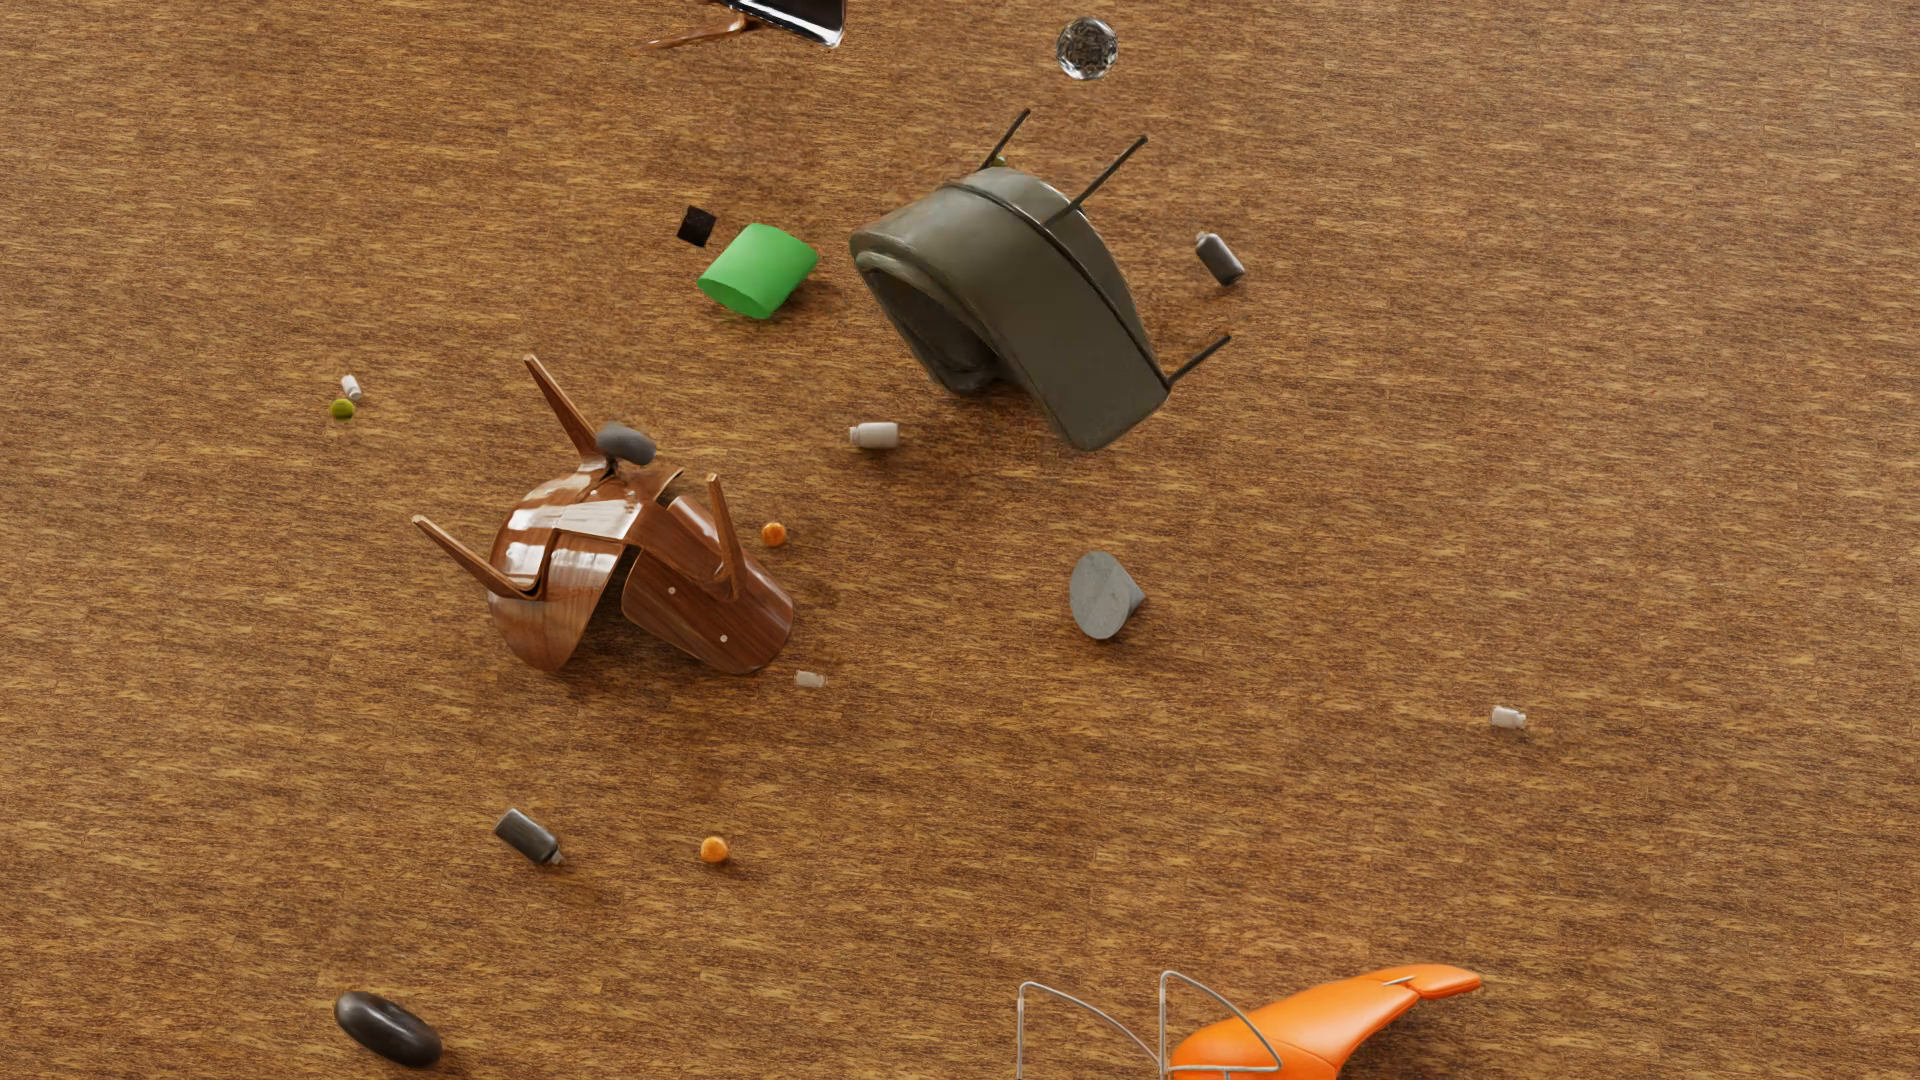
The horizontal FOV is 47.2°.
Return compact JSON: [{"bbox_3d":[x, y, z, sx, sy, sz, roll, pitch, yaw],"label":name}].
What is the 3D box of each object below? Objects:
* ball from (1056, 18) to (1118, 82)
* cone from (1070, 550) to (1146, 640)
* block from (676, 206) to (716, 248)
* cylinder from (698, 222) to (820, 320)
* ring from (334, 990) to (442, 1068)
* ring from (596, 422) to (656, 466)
[{"bbox_3d":[0.427,-1.648,7.384,0.209,0.209,0.209,0,56,0],"label":"ball"},{"bbox_3d":[0.474,0.162,6.403,0.188,0.246,0.266,3,41,-39],"label":"cone"},{"bbox_3d":[-0.785,-0.933,6.551,0.087,0.094,0.061,23,62,-12],"label":"block"},{"bbox_3d":[-0.648,-0.868,7.086,0.285,0.115,0.281,26,60,20],"label":"cylinder"},{"bbox_3d":[-1.448,1.241,5.576,0.091,0.306,0.268,-58,30,-6],"label":"ring"},{"bbox_3d":[-0.964,-0.278,6.354,0.171,0.374,0.087,23,89,-2],"label":"ring"}]
